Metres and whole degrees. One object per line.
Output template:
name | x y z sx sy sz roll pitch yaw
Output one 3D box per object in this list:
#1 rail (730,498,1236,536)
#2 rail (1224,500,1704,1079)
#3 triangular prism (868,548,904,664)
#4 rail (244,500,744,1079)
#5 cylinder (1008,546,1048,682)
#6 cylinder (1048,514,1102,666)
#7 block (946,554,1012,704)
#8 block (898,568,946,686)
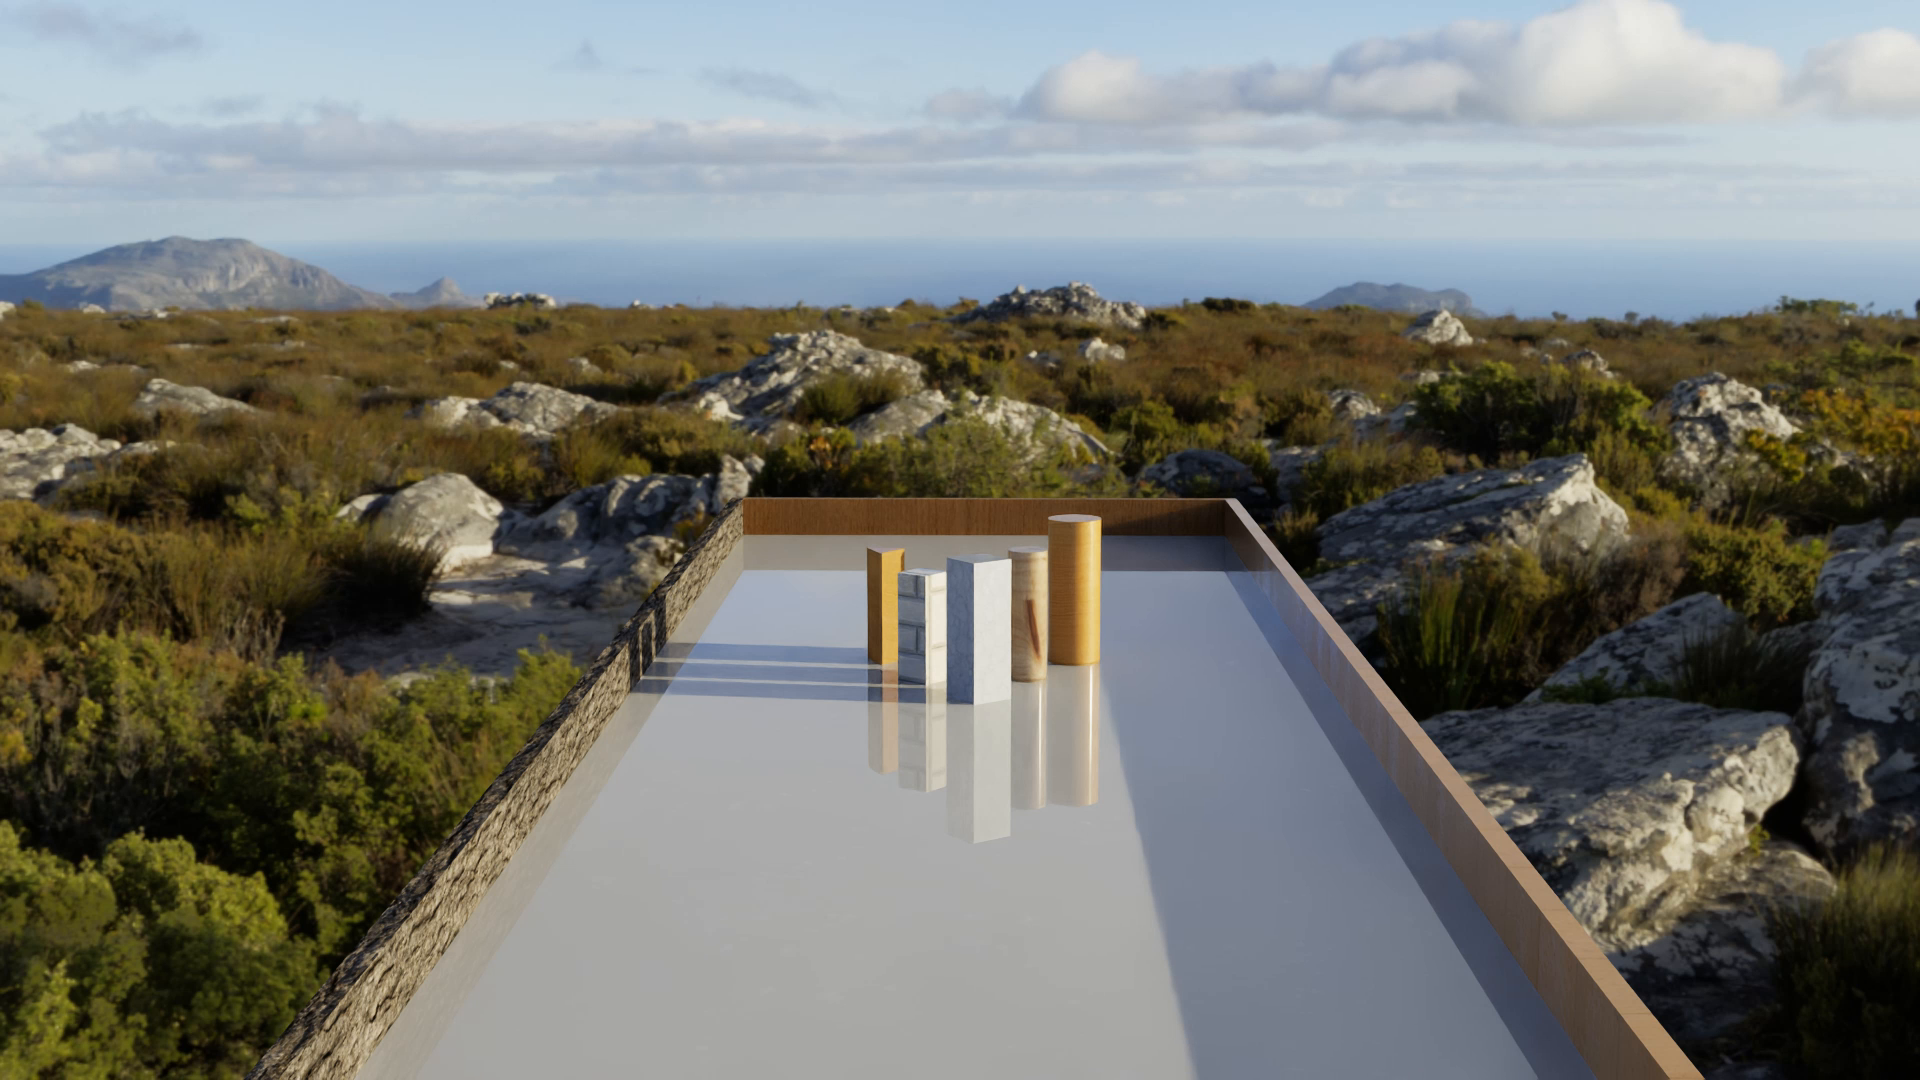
rail | 0.099 -0.098 9.147 2.100 0.150 0.050 0 9 1
rail | 1.046 0.843 3.208 0.050 0.150 12.000 0 9 1
triangular prism | -0.242 0.196 6.680 0.098 0.342 0.113 7 11 37
rail | -1.004 0.839 3.234 0.050 0.150 12.000 0 9 1
cylinder | 0.197 0.216 6.421 0.116 0.383 0.116 0 9 0
cylinder | 0.346 0.150 6.664 0.160 0.437 0.160 0 9 0
block | 0.052 0.248 6.171 0.129 0.399 0.129 -7 11 -36
block | -0.107 0.251 6.404 0.105 0.320 0.105 7 11 38
